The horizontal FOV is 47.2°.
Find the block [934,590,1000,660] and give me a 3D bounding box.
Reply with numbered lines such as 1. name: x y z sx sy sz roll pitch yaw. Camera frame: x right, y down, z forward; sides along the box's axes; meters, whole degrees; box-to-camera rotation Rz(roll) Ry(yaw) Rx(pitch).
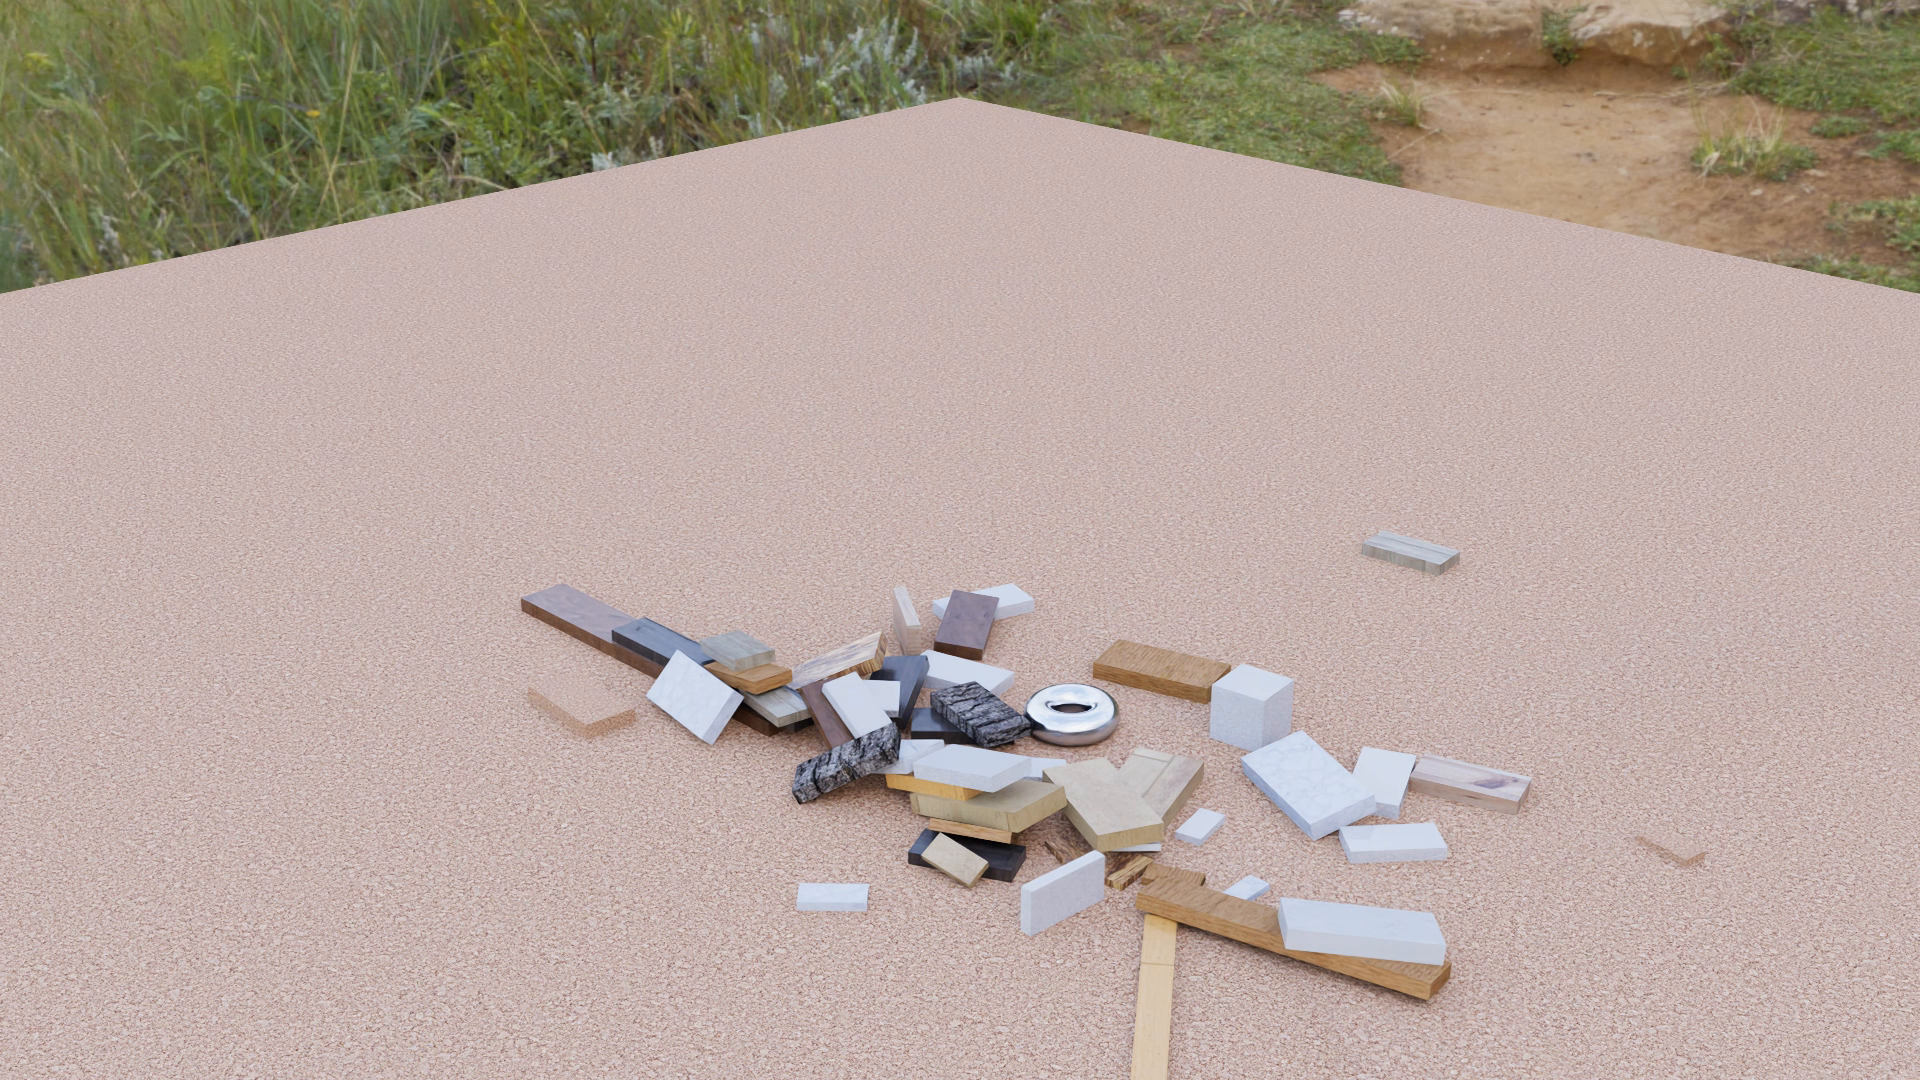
1. block: 0.017 0.200 5.194 0.114 0.032 0.229 10 32 7

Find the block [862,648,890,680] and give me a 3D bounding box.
1. block: -0.201 0.301 5.013 0.107 0.030 0.214 -6 24 -13

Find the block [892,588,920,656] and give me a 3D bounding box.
1. block: -0.125 0.203 5.145 0.030 0.107 0.214 -4 23 -10

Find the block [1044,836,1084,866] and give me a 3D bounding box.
1. block: 0.208 0.611 4.304 0.047 0.013 0.095 -10 25 -22

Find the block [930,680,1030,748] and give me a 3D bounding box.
1. block: 0.043 0.376 4.754 0.114 0.032 0.229 -13 26 -28

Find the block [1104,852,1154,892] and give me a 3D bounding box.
1. block: 0.319 0.637 4.238 0.056 0.016 0.112 16 28 34

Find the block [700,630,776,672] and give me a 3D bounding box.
1. block: -0.497 0.246 4.906 0.099 0.028 0.197 -13 17 -26

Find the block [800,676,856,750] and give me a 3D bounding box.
1. block: -0.270 0.374 4.683 0.083 0.023 0.166 -15 60 -26

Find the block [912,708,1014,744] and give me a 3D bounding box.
1. block: 0.007 0.403 4.770 0.221 0.031 0.111 0 23 0

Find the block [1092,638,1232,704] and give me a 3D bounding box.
1. block: 0.459 0.298 5.007 0.280 0.040 0.140 12 26 26

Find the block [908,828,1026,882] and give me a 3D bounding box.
1. block: 0.014 0.613 4.280 0.210 0.027 0.095 8 24 17

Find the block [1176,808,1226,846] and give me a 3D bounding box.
1. block: 0.480 0.573 4.391 0.056 0.016 0.112 14 27 30

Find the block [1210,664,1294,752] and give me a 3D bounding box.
1. block: 0.629 0.364 4.740 0.128 0.128 0.128 17 28 34

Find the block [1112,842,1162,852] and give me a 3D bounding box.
1. block: 0.344 0.599 4.308 0.094 0.013 0.047 0 0 -1

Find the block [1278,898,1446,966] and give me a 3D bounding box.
1. block: 0.721 0.704 3.958 0.280 0.040 0.140 6 14 1

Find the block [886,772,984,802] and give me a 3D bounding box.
1. block: -0.032 0.480 4.464 0.227 0.032 0.113 4 19 46

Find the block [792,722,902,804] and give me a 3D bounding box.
1. block: -0.231 0.457 4.511 0.230 0.033 0.115 -25 20 12

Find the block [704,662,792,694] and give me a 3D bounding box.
1. block: -0.467 0.294 4.828 0.099 0.028 0.197 -18 19 -38

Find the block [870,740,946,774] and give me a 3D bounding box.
1. block: -0.145 0.449 4.560 0.113 0.032 0.227 -22 11 -41

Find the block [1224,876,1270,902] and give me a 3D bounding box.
1. block: 0.540 0.667 4.171 0.047 0.013 0.095 21 30 40

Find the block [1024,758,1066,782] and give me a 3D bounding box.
1. block: 0.099 0.481 4.597 0.240 0.023 0.082 3 23 8

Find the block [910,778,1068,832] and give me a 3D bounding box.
1. block: 0.055 0.519 4.396 0.293 0.042 0.147 3 19 45

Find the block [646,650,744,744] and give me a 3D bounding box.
1. block: -0.581 0.342 4.807 0.035 0.124 0.248 38 -6 -41

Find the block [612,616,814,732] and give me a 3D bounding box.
1. block: -0.547 0.296 4.937 0.099 0.028 0.645 -21 31 -41

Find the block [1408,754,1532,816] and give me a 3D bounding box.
1. block: 1.052 0.503 4.535 0.225 0.032 0.112 12 26 25

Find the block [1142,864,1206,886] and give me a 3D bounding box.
1. block: 0.409 0.649 4.210 0.112 0.016 0.056 8 24 19

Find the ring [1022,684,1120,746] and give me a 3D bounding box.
1. ring: 0.242 0.379 4.780 0.213 0.071 0.213 -1 24 0

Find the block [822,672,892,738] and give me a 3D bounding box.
1. block: -0.214 0.360 4.673 0.083 0.023 0.166 -20 59 -32

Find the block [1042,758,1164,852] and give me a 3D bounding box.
1. block: 0.281 0.524 4.368 0.140 0.040 0.280 -8 24 -19

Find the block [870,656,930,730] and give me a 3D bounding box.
1. block: -0.151 0.336 4.847 0.114 0.032 0.229 -3 33 18

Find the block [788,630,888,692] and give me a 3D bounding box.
1. block: -0.274 0.284 4.902 0.229 0.033 0.115 -23 24 19

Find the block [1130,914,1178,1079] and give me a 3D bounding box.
1. block: 0.328 0.843 3.752 0.059 0.017 0.721 3 23 7

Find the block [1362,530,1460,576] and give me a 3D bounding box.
1. block: 1.156 0.033 5.644 0.221 0.031 0.111 17 28 35

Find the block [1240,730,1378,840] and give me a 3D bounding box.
1. block: 0.709 0.497 4.487 0.147 0.042 0.293 -23 28 -12

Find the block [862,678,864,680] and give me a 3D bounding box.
1. block: -0.268 0.328 4.887 0.107 0.030 0.214 -28 22 6

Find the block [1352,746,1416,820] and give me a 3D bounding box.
1. block: 0.868 0.500 4.541 0.112 0.032 0.225 8 24 18

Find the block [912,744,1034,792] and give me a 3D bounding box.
1. block: 0.024 0.454 4.389 0.113 0.032 0.227 -22 17 -40

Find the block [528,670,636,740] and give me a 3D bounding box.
1. block: -0.838 0.362 4.863 0.124 0.035 0.248 -18 29 -36

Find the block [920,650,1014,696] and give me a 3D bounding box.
1. block: -0.005 0.310 4.989 0.230 0.033 0.115 13 26 28

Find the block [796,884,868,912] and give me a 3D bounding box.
1. block: -0.240 0.674 4.149 0.131 0.019 0.066 0 23 1

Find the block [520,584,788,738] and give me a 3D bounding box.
1. block: -0.696 0.266 5.088 0.921 0.035 0.124 21 31 40

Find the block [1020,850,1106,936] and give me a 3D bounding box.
1. block: 0.192 0.656 4.091 0.191 0.095 0.027 -19 30 -38

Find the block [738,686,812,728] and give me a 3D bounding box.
1. block: -0.399 0.351 4.742 0.083 0.023 0.166 -15 27 -32

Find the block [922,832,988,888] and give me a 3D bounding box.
1. block: -0.009 0.616 4.226 0.119 0.017 0.059 28 63 29

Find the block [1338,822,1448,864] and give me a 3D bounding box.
1. block: 0.850 0.596 4.322 0.191 0.027 0.095 -2 23 -4

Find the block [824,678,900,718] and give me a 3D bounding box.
1. block: -0.213 0.341 4.753 0.164 0.023 0.082 2 46 -1

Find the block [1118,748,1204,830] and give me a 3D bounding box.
1. block: 0.379 0.519 4.485 0.147 0.042 0.293 10 25 23

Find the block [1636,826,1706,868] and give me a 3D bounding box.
1. block: 1.396 0.602 4.321 0.059 0.017 0.119 -15 27 -32

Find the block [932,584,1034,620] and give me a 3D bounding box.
1. block: 0.057 0.160 5.343 0.221 0.031 0.111 -12 26 -26

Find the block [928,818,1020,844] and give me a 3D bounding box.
1. block: 0.028 0.571 4.317 0.164 0.023 0.082 8 -7 13

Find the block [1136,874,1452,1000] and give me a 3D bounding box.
1. block: 0.601 0.718 4.001 0.570 0.032 0.113 13 16 28
